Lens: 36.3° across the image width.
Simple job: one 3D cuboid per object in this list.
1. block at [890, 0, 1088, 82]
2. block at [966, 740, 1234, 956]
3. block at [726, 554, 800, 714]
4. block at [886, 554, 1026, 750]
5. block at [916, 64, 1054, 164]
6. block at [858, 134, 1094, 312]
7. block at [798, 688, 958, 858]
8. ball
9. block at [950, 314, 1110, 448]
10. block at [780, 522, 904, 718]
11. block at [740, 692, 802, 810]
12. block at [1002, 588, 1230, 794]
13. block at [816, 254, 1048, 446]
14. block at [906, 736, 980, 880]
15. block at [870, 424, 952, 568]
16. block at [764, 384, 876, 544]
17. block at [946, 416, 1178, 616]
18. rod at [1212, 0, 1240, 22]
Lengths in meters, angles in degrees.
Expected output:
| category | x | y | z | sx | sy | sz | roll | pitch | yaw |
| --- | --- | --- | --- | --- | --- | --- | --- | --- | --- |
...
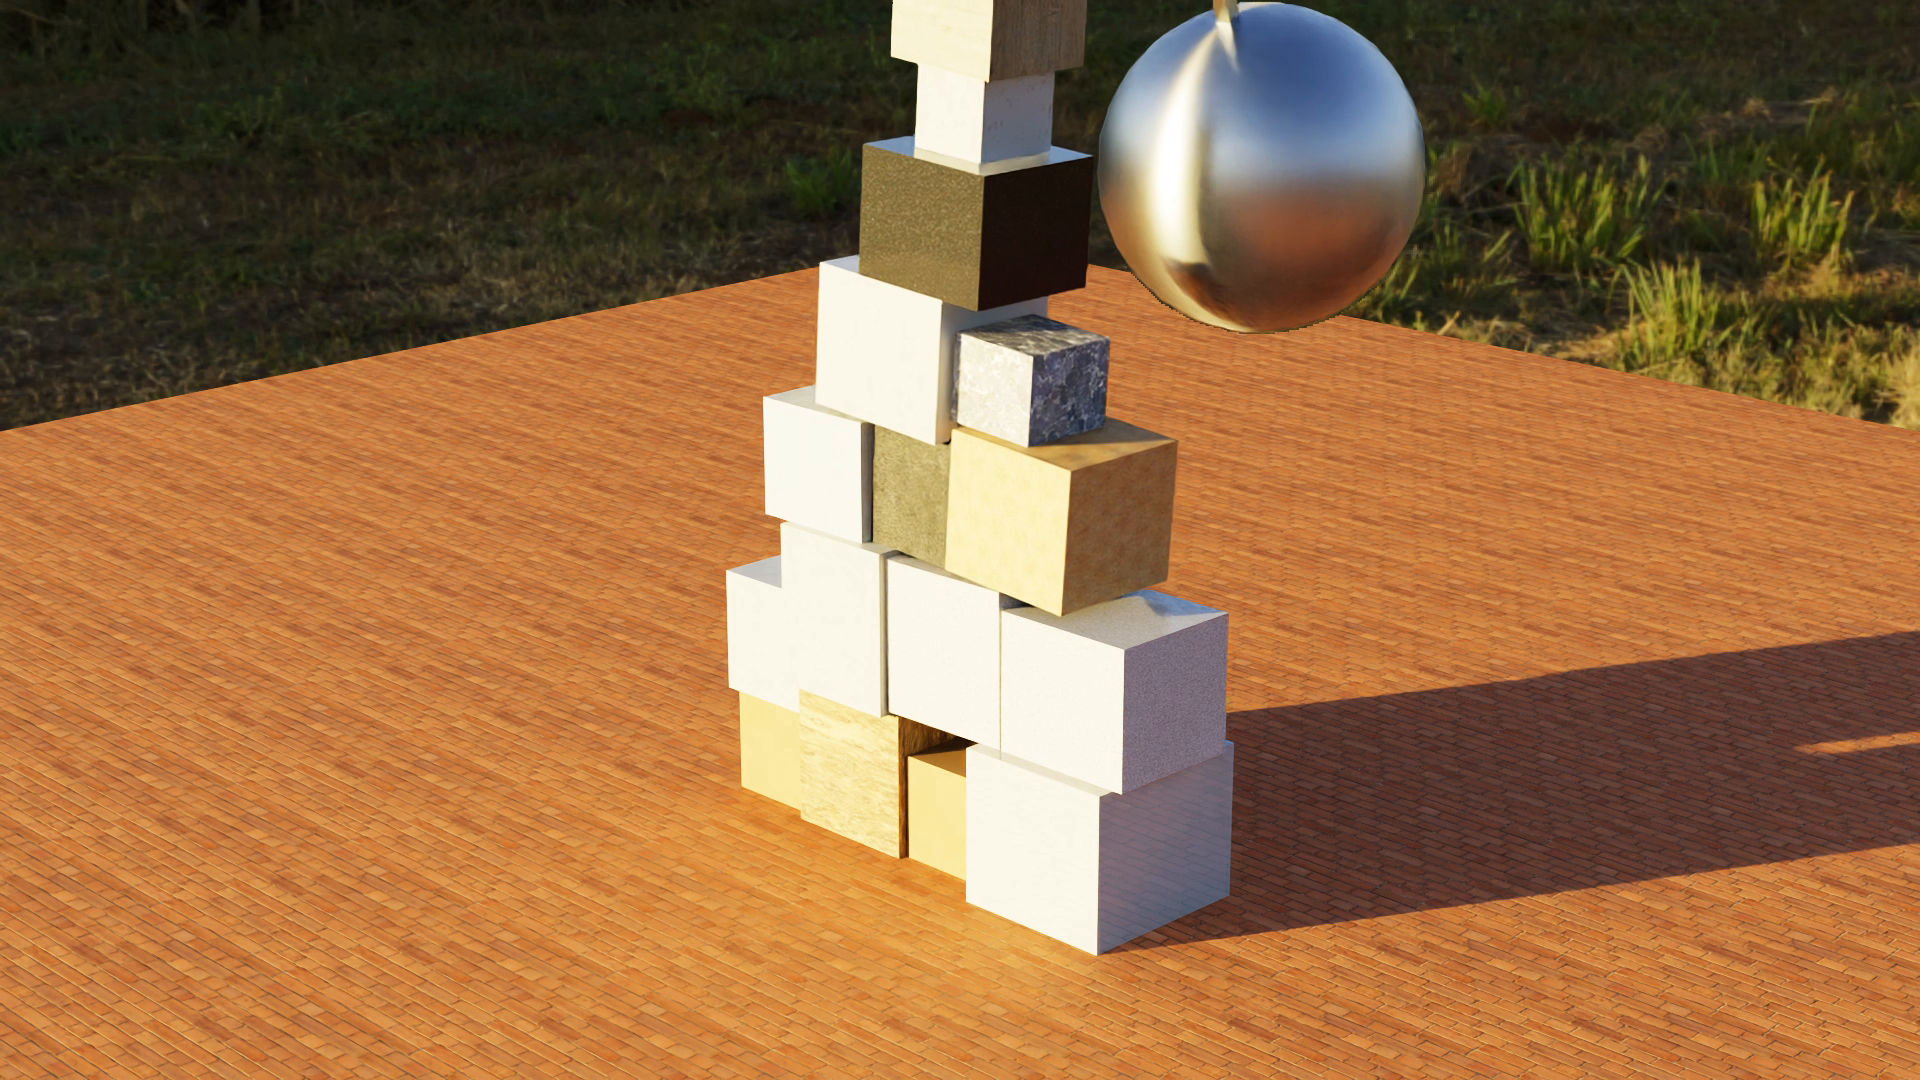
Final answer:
| category | x | y | z | sx | sy | sz | roll | pitch | yaw |
| --- | --- | --- | --- | --- | --- | --- | --- | --- | --- |
| block | 0.131 | -2.330 | 12.482 | 0.580 | 0.589 | 0.589 | -17 | 29 | -42 |
| block | 0.623 | 1.262 | 13.098 | 0.888 | 0.738 | 0.793 | -17 | 24 | -42 |
| block | -0.749 | 0.430 | 14.259 | 0.551 | 0.601 | 0.522 | -17 | 24 | -42 |
| block | 0.179 | 0.429 | 13.314 | 0.736 | 0.728 | 0.710 | -17 | 23 | -42 |
| block | 0.108 | -1.876 | 12.663 | 0.395 | 0.384 | 0.436 | 22 | 28 | 40 |
| block | 0.066 | -1.417 | 12.817 | 0.738 | 0.587 | 0.680 | 21 | 27 | 41 |
| block | -0.292 | 1.004 | 13.974 | 0.655 | 0.706 | 0.677 | -17 | 24 | -42 |
| ball | 1.467 | -1.815 | 14.309 | 1.600 | 1.600 | 1.600 | 0 | 17 | 0 |
| block | 0.307 | -0.701 | 12.787 | 0.490 | 0.403 | 0.467 | -17 | 28 | -42 |
| block | -0.335 | 0.291 | 13.756 | 0.744 | 0.786 | 0.661 | -17 | 24 | -42 |
| block | -0.719 | 0.969 | 14.403 | 0.513 | 0.515 | 0.501 | -17 | 24 | -42 |
| block | 0.674 | 0.622 | 12.818 | 0.681 | 0.650 | 0.712 | -17 | 24 | -42 |
| block | -0.128 | -0.900 | 13.190 | 0.678 | 0.658 | 0.771 | -17 | 28 | -42 |
| block | 0.142 | 1.232 | 13.585 | 0.556 | 0.504 | 0.538 | -17 | 24 | -42 |
| block | -0.005 | -0.261 | 13.260 | 0.564 | 0.578 | 0.530 | -17 | 28 | -42 |
| block | -0.449 | -0.393 | 13.675 | 0.652 | 0.566 | 0.656 | -17 | 24 | -42 |
| block | 0.442 | -0.151 | 12.844 | 0.689 | 0.653 | 0.702 | -17 | 28 | -42 |
| rod | 0.636 | -4.610 | 12.559 | 0.080 | 5.200 | 0.080 | 17 | 44 | 42 |
